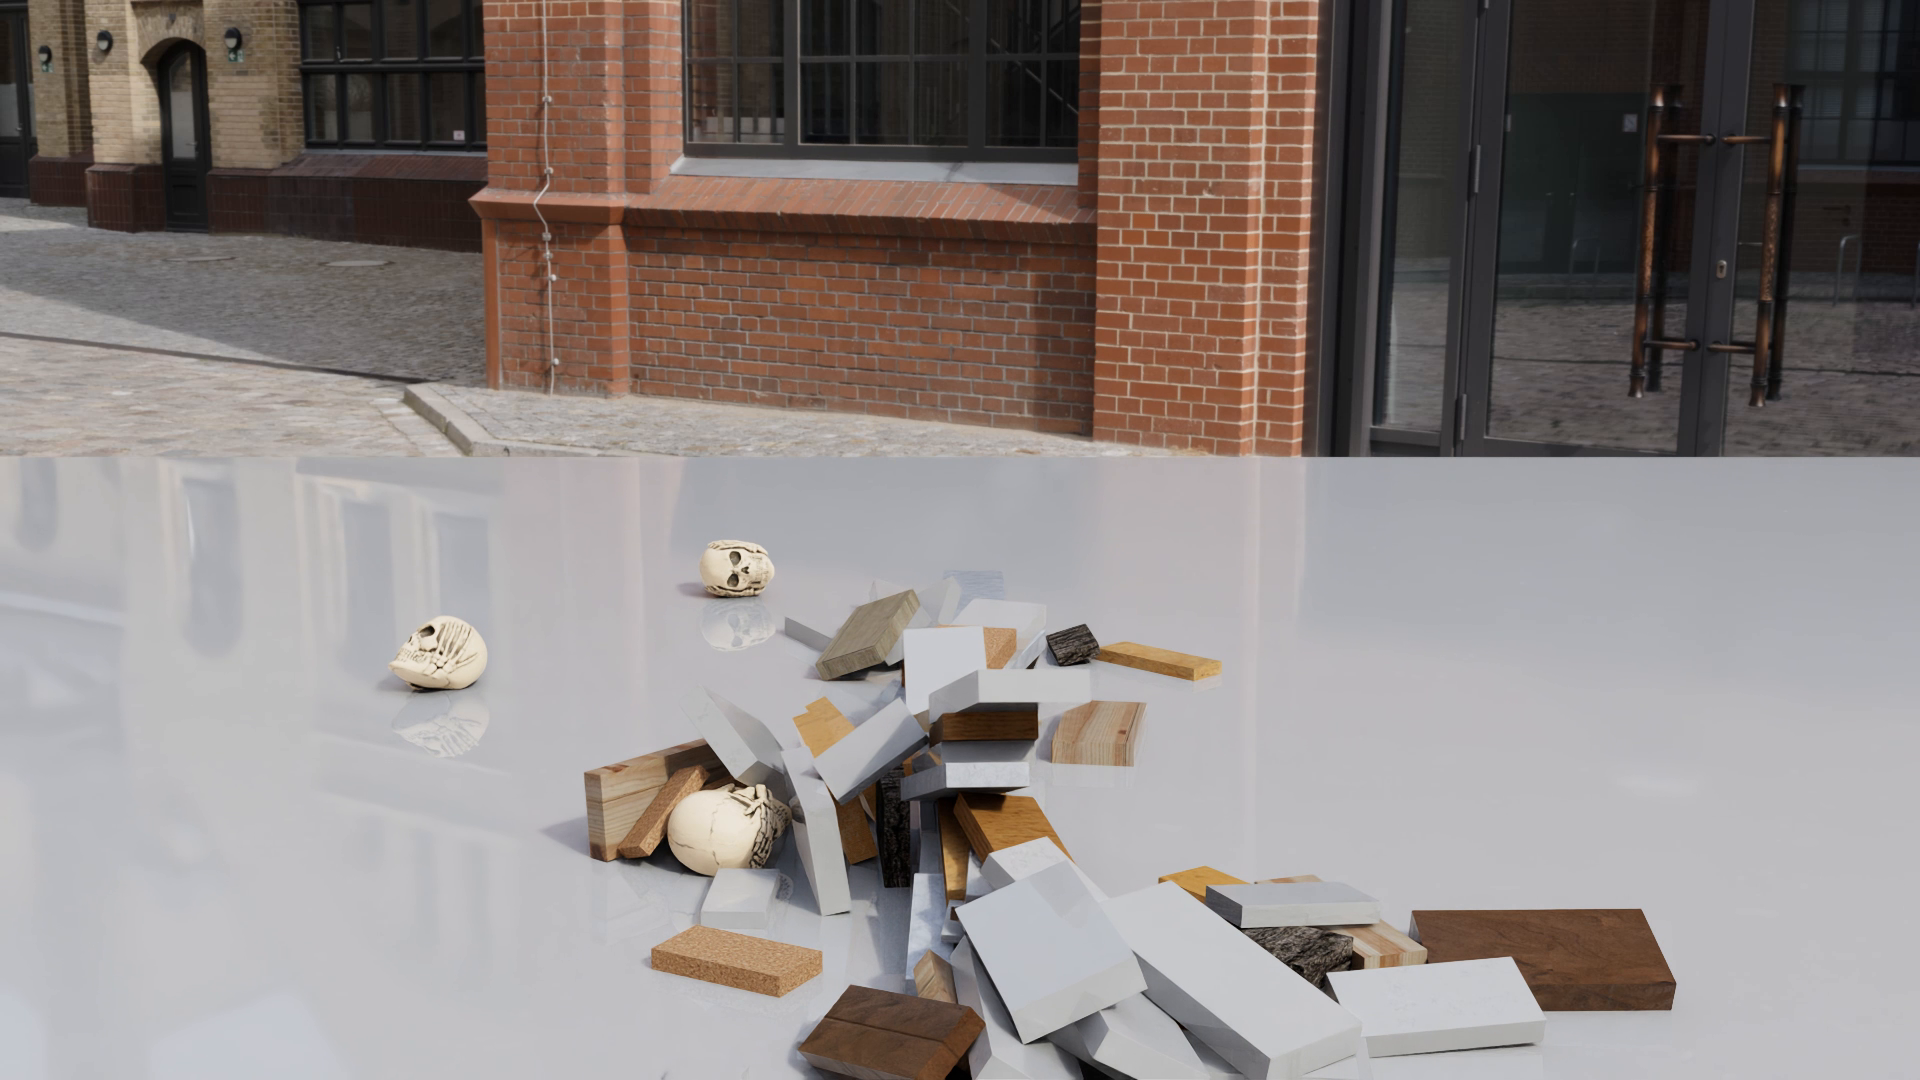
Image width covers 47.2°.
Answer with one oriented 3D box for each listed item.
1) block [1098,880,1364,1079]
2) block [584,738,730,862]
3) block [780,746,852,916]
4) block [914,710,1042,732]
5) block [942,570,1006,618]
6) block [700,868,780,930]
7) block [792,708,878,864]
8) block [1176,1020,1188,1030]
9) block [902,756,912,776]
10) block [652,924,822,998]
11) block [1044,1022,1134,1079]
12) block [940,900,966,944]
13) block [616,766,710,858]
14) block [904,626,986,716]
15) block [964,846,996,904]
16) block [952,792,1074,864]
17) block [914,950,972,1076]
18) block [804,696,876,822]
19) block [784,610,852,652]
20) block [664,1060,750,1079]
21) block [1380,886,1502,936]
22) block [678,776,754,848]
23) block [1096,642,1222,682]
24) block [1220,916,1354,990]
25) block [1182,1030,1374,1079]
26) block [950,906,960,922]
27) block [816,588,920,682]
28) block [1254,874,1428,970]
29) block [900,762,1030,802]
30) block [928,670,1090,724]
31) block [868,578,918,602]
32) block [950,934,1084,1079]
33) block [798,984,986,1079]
[{"bbox_3d":[0.348,0.600,3.007,0.174,0.049,0.384,-10,29,-37],"label":"block"},{"bbox_3d":[-0.536,0.460,3.942,0.043,0.153,0.307,3,10,40],"label":"block"},{"bbox_3d":[-0.246,0.486,3.721,0.051,0.179,0.358,-11,12,-9],"label":"block"},{"bbox_3d":[0.022,0.315,3.818,0.153,0.043,0.307,1,-10,-15],"label":"block"},{"bbox_3d":[0.034,0.191,5.574,0.165,0.047,1.137,0,8,0],"label":"block"},{"bbox_3d":[-0.359,0.587,3.606,0.103,0.029,0.207,0,11,2],"label":"block"},{"bbox_3d":[-0.228,0.440,3.968,0.051,0.179,0.358,-19,14,-8],"label":"block"},{"bbox_3d":[0.341,0.662,3.114,0.165,0.023,0.082,-17,14,-19],"label":"block"},{"bbox_3d":[-0.141,0.435,4.421,0.103,0.029,0.207,-1,11,-6],"label":"block"},{"bbox_3d":[-0.338,0.636,3.330,0.233,0.033,0.117,6,12,29],"label":"block"},{"bbox_3d":[0.154,0.641,3.038,0.152,0.043,0.304,32,4,-10],"label":"block"},{"bbox_3d":[0.001,0.572,3.295,0.046,0.013,0.092,3,25,7],"label":"block"},{"bbox_3d":[-0.519,0.476,3.849,0.092,0.026,0.184,-18,31,55],"label":"block"},{"bbox_3d":[-0.025,0.269,4.126,0.153,0.043,0.307,-3,32,-1],"label":"block"},{"bbox_3d":[0.046,0.513,3.337,0.070,0.020,0.140,7,24,0],"label":"block"},{"bbox_3d":[0.095,0.478,3.362,0.130,0.037,0.260,7,25,-25],"label":"block"},{"bbox_3d":[0.009,0.657,2.999,0.133,0.038,0.265,37,5,-11],"label":"block"},{"bbox_3d":[-0.208,0.414,4.167,0.045,0.160,0.319,-26,16,-11],"label":"block"},{"bbox_3d":[-0.292,0.235,5.453,0.165,0.047,0.330,-6,12,-28],"label":"block"},{"bbox_3d":[-0.346,0.729,2.845,0.098,0.028,0.196,2,11,10],"label":"block"},{"bbox_3d":[0.606,0.618,3.385,0.512,0.049,0.174,-4,11,-23],"label":"block"},{"bbox_3d":[-0.440,0.486,3.977,0.026,0.092,0.184,6,12,31],"label":"block"},{"bbox_3d":[0.471,0.286,5.223,0.298,0.029,0.103,10,15,44],"label":"block"},{"bbox_3d":[0.379,0.591,3.224,0.347,0.049,0.174,7,9,32],"label":"block"},{"bbox_3d":[0.408,0.705,2.941,0.274,0.039,0.137,1,11,6],"label":"block"},{"bbox_3d":[0.056,0.554,3.223,0.070,0.020,0.139,10,-9,-36],"label":"block"},{"bbox_3d":[-0.215,0.222,5.193,0.160,0.045,0.320,-19,16,22],"label":"block"},{"bbox_3d":[0.575,0.584,3.352,0.104,0.029,0.350,-4,11,-19],"label":"block"},{"bbox_3d":[0.003,0.386,3.504,0.130,0.037,0.336,1,-10,-13],"label":"block"},{"bbox_3d":[0.073,0.250,3.475,0.174,0.049,0.348,1,-10,-13],"label":"block"},{"bbox_3d":[-0.149,0.177,5.642,0.153,0.043,0.365,18,9,-7],"label":"block"},{"bbox_3d":[0.076,0.652,2.920,0.152,0.043,0.496,33,4,-7],"label":"block"},{"bbox_3d":[-0.094,0.651,2.875,0.117,0.033,0.319,-49,19,-25],"label":"block"}]
